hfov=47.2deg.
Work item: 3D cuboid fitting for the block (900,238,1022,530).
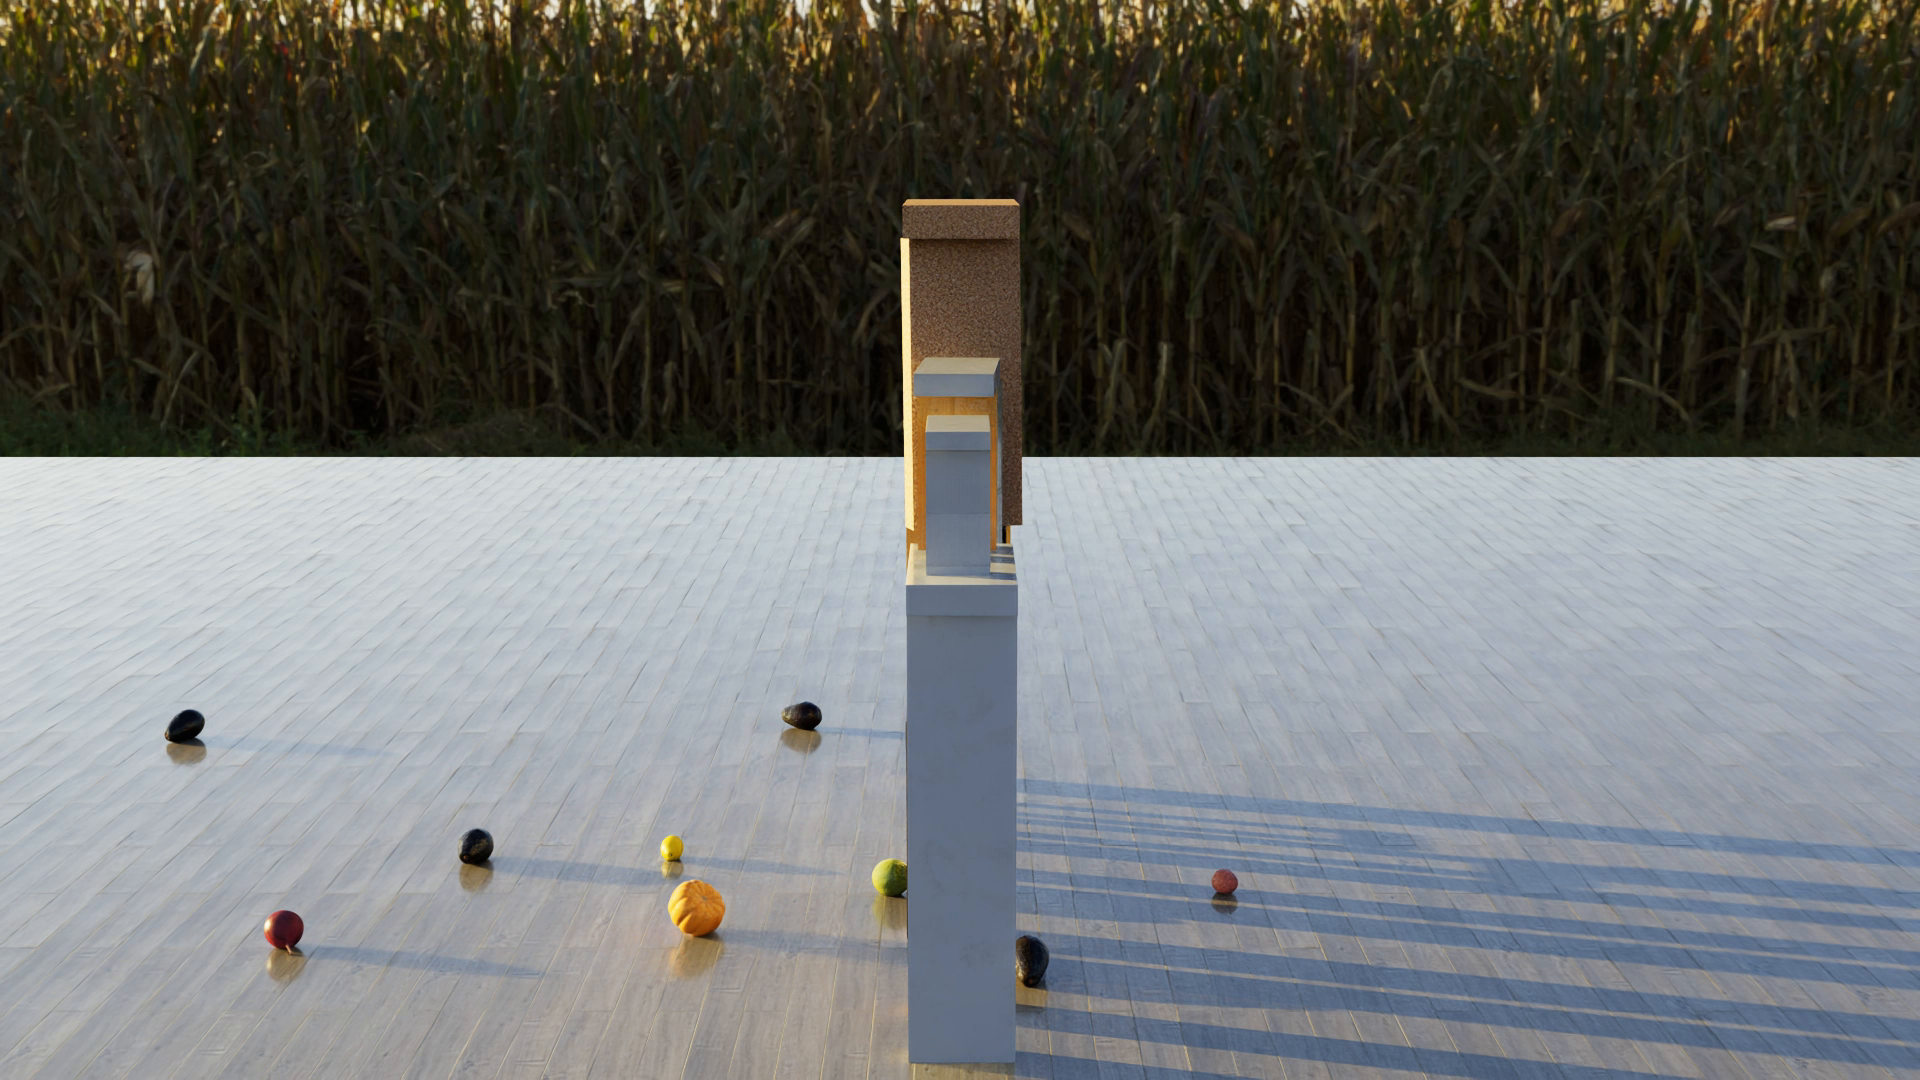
[{"bbox_3d":[0.003,-0.237,3.312,0.171,0.434,0.048,-3,8,-15],"label":"block"}]

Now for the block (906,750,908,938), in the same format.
[{"bbox_3d":[-0.004,0.468,3.457,0.158,0.317,0.045,0,11,0],"label":"block"}]

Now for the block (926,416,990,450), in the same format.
[{"bbox_3d":[-0.002,-0.145,2.947,0.085,0.024,0.170,0,11,0],"label":"block"}]

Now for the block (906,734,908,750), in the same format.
[{"bbox_3d":[-0.004,0.271,3.528,0.158,0.045,0.317,0,11,0],"label":"block"}]

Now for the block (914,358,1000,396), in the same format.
[{"bbox_3d":[-0.002,-0.232,3.123,0.110,0.031,0.220,1,11,3],"label":"block"}]

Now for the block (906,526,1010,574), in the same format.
[{"bbox_3d":[-0.003,0.053,3.641,0.171,0.342,0.048,0,11,0],"label":"block"}]

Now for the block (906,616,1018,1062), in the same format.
[{"bbox_3d":[0.003,0.400,2.965,0.146,0.631,0.041,0,11,0],"label":"block"}]

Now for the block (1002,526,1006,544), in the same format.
[{"bbox_3d":[0.005,-0.018,3.432,0.130,0.037,0.261,0,11,0],"label":"block"}]

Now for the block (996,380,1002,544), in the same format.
[{"bbox_3d":[0.005,-0.046,3.244,0.110,0.380,0.031,3,11,15],"label":"block"}]

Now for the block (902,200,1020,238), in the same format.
[{"bbox_3d":[0.001,-0.494,3.373,0.171,0.048,0.342,0,10,0],"label":"block"}]

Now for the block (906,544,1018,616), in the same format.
[{"bbox_3d":[0.003,0.052,2.999,0.146,0.041,0.292,0,11,0],"label":"block"}]

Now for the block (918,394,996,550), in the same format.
[{"bbox_3d":[-0.004,-0.097,3.084,0.110,0.220,0.031,0,11,0],"label":"block"}]

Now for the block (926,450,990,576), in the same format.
[{"bbox_3d":[-0.002,-0.039,2.909,0.085,0.170,0.024,0,11,0],"label":"block"}]
